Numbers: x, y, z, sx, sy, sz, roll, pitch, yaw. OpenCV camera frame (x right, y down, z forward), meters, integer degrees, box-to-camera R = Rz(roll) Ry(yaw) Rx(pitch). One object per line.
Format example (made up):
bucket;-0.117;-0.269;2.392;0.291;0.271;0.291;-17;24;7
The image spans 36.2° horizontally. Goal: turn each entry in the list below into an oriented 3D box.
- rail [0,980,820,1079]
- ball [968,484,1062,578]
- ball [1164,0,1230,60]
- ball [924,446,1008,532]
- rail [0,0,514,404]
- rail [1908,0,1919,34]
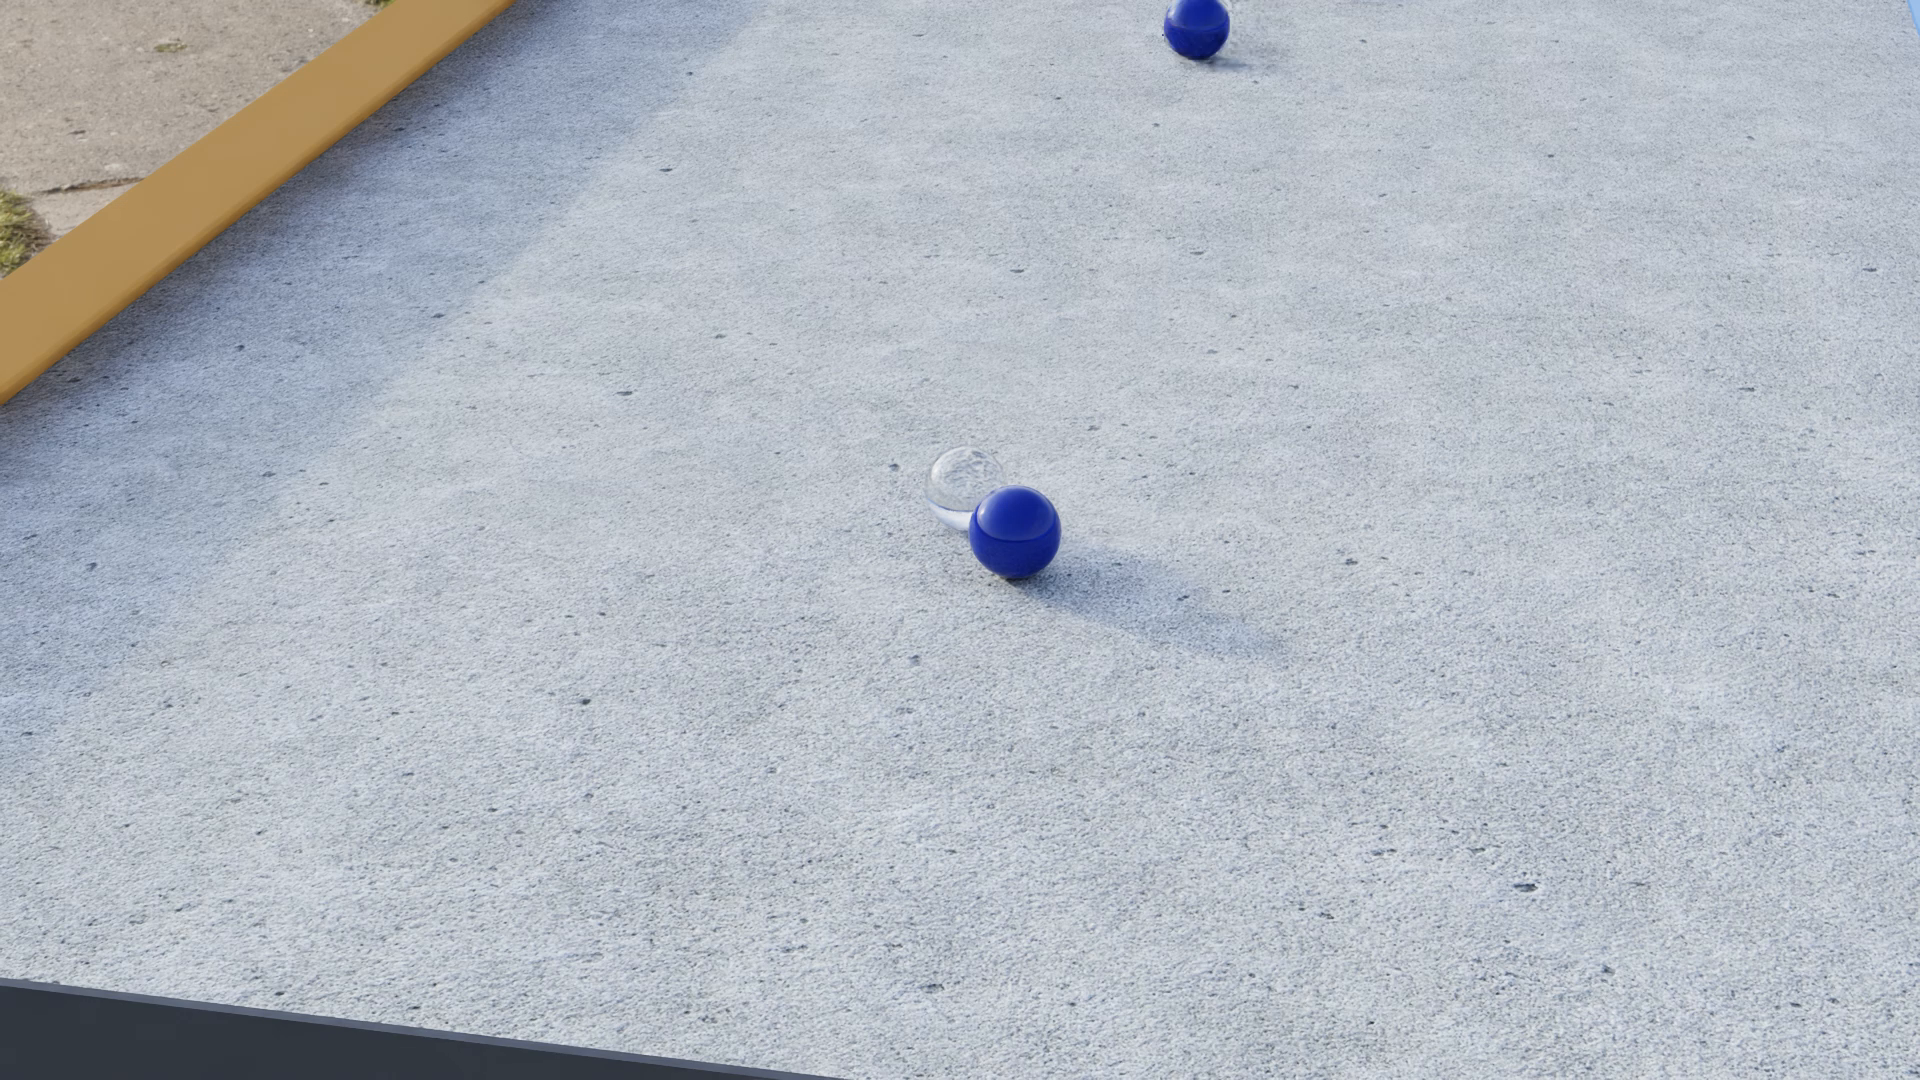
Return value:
rail;-0.126;0.258;1.325;1.514;0.088;0.045;5;26;10
ball;0.036;-0.005;1.910;0.061;0.061;0.061;0;25;0
ball;0.241;-0.522;2.988;0.068;0.068;0.068;0;25;0
ball;0.004;-0.035;1.976;0.057;0.057;0.057;0;25;0
rail;-0.588;-0.357;2.615;0.045;0.088;2.669;5;26;10
rail;0.850;-0.233;2.355;0.045;0.088;2.669;5;26;10
